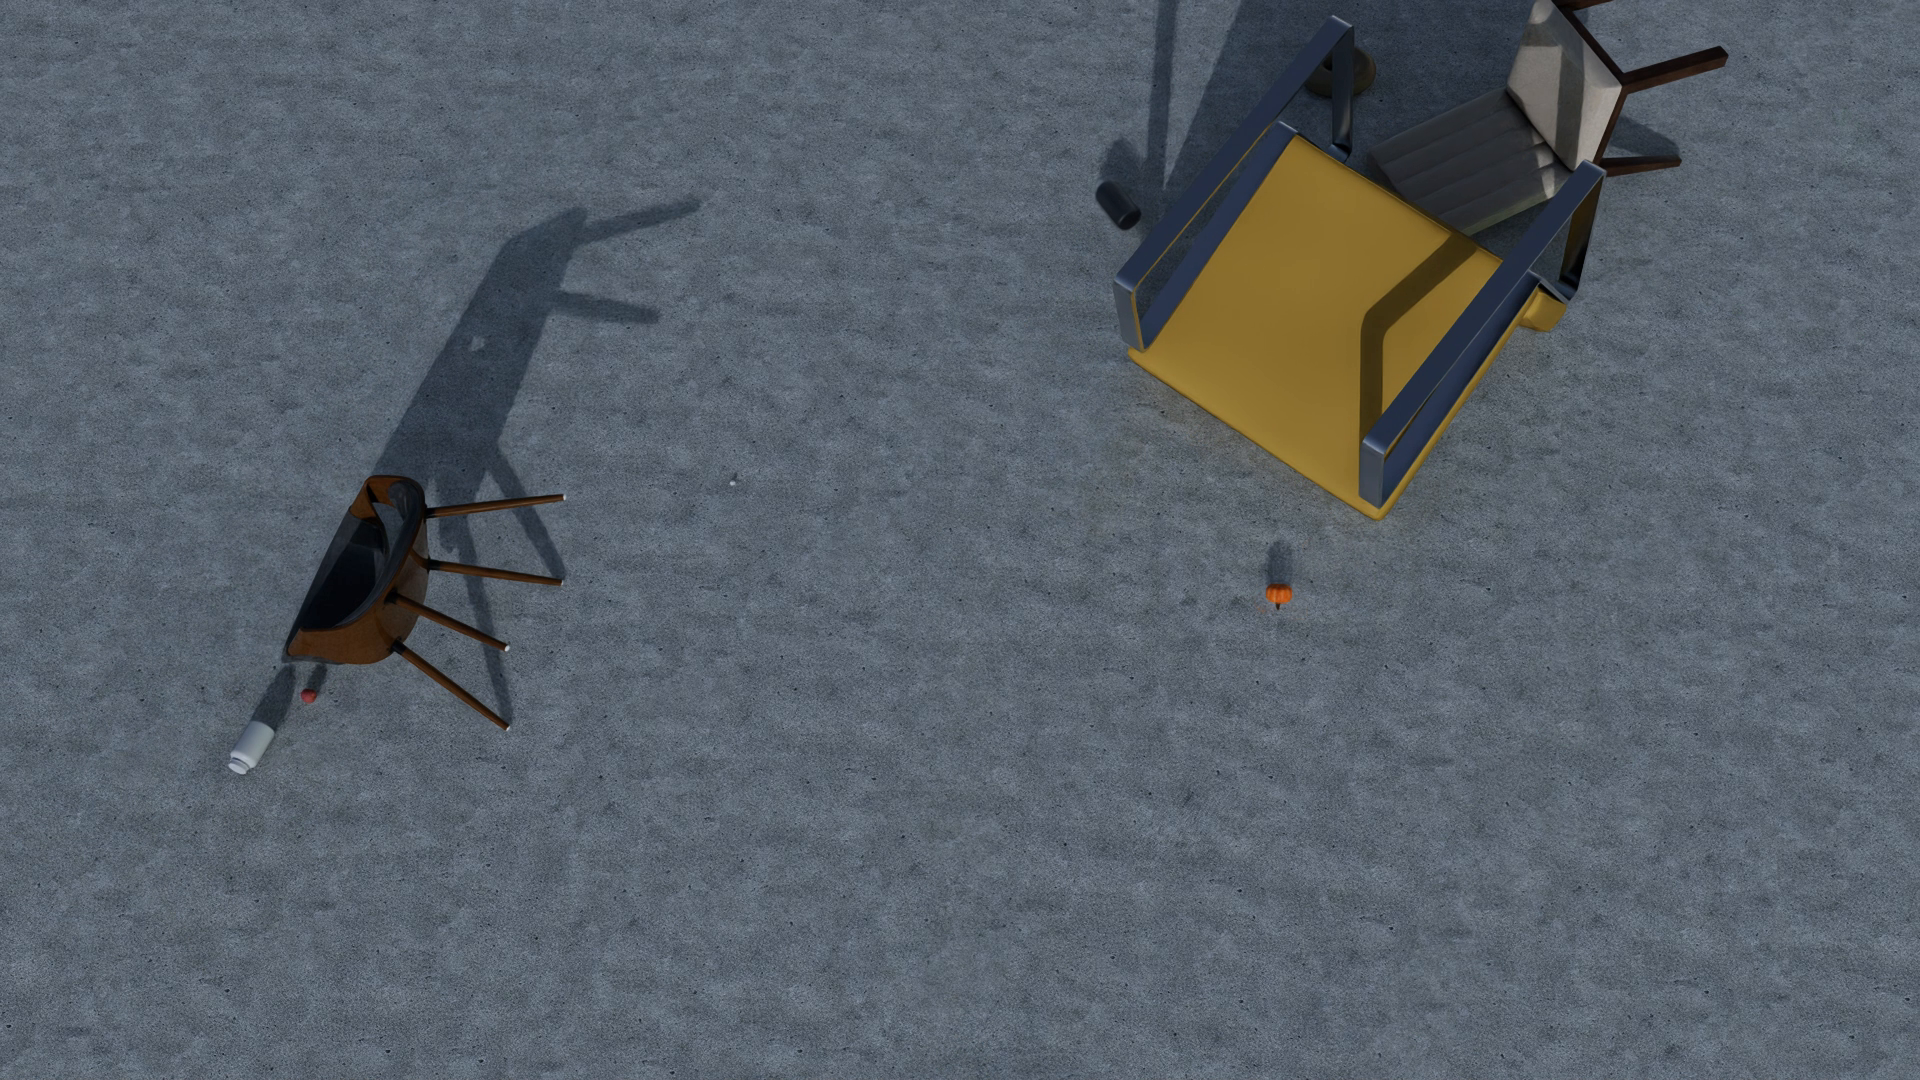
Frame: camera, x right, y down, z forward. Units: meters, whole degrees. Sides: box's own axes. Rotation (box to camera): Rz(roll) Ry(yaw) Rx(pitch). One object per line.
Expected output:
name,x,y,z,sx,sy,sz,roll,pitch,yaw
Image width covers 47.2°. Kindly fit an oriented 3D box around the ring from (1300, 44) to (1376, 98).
ring,1.305,-1.623,7.604,0.268,0.101,0.213,-3,57,-3
